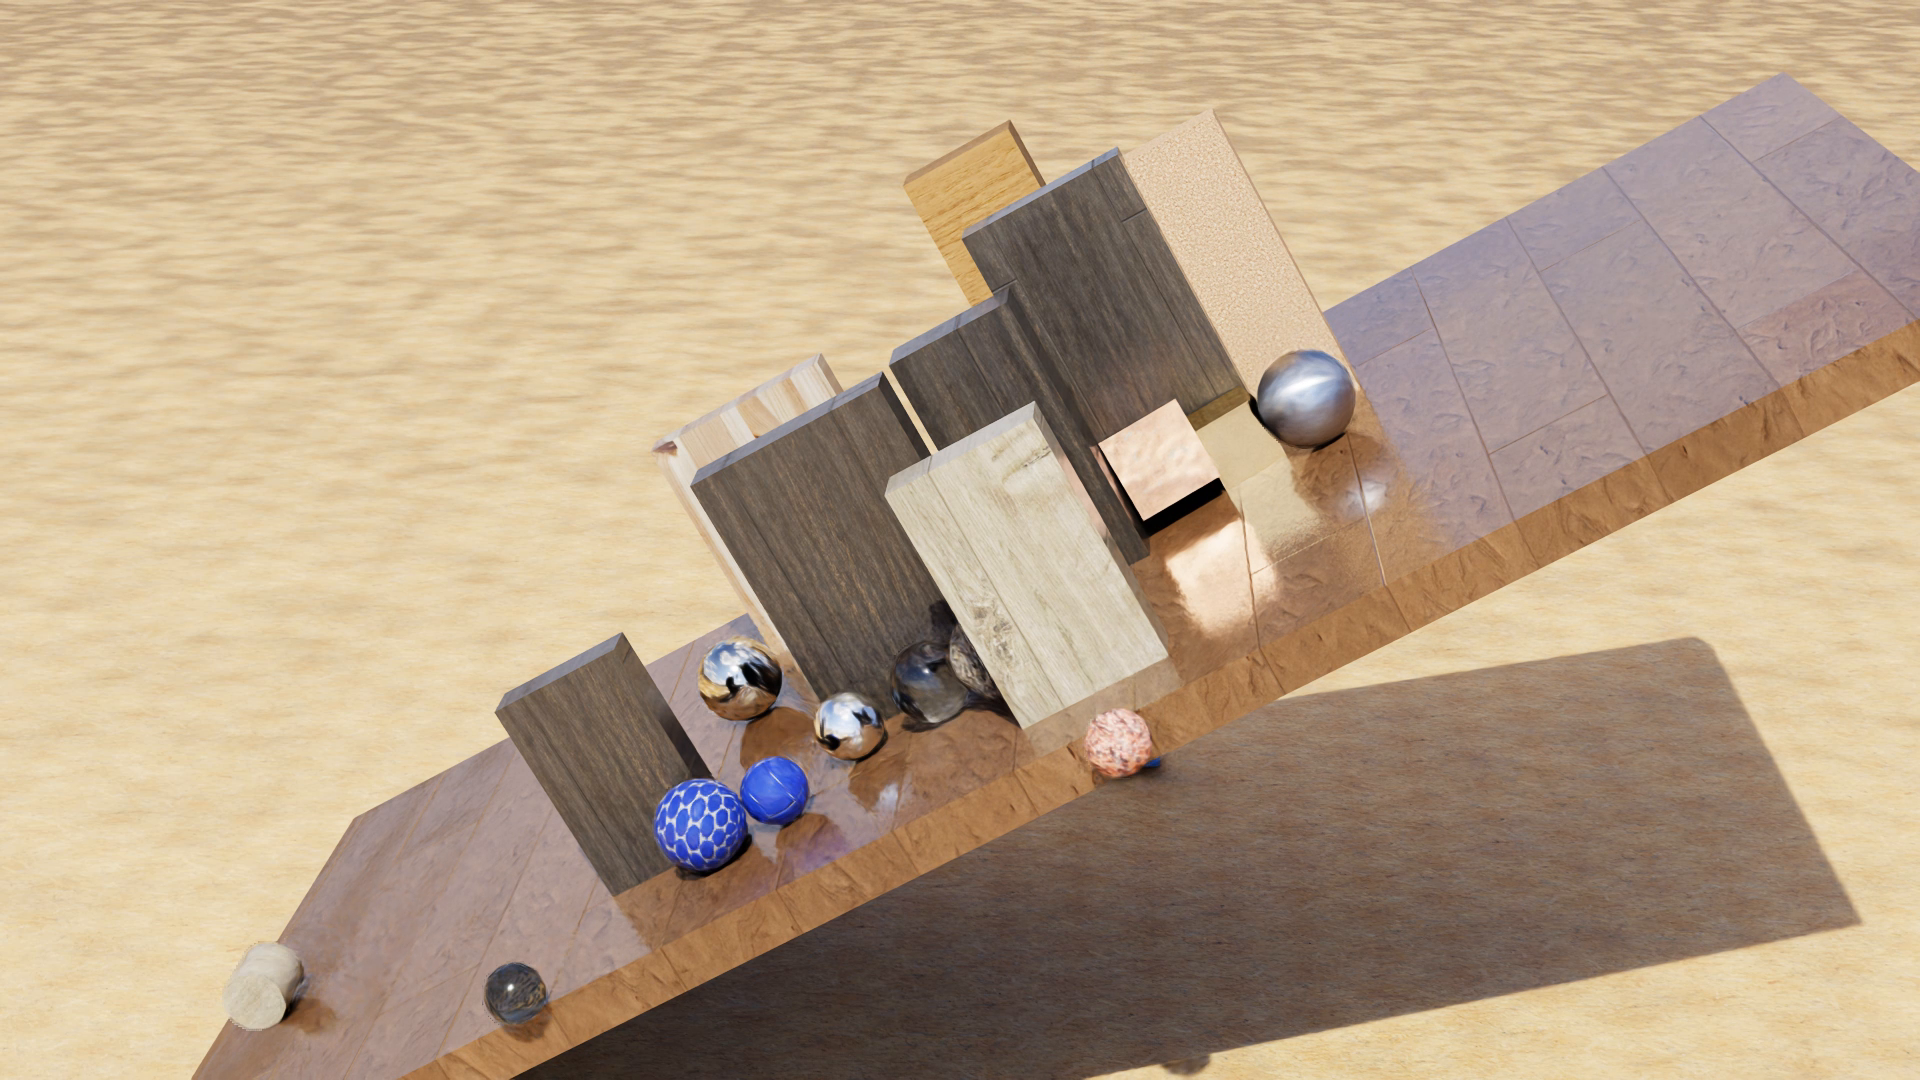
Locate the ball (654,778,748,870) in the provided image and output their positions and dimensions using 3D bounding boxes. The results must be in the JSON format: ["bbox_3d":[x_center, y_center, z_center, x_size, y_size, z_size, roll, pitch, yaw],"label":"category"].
[{"bbox_3d":[-0.502,0.551,5.692,0.179,0.179,0.179,0,18,0],"label":"ball"}]

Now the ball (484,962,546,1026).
[{"bbox_3d":[-0.829,0.845,5.480,0.115,0.115,0.115,0,18,0],"label":"ball"}]

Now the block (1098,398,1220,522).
[{"bbox_3d":[0.415,-0.164,6.195,0.185,0.185,0.185,-30,-2,0],"label":"block"}]

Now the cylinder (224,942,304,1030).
[{"bbox_3d":[-1.503,0.963,6.354,0.135,0.135,0.135,2,23,5],"label":"cylinder"}]

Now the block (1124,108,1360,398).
[{"bbox_3d":[0.540,-0.539,6.317,0.365,0.675,0.097,-27,14,11],"label":"block"}]

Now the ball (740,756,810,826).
[{"bbox_3d":[-0.360,0.488,5.715,0.134,0.134,0.134,0,18,0],"label":"ball"}]

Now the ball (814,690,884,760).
[{"bbox_3d":[-0.220,0.369,5.832,0.139,0.139,0.139,0,18,0],"label":"ball"}]

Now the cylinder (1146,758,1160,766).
[{"bbox_3d":[0.450,0.524,8.160,0.208,0.208,0.208,1,18,2],"label":"cylinder"}]

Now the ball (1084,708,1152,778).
[{"bbox_3d":[0.280,0.358,5.188,0.121,0.121,0.121,0,18,0],"label":"ball"}]

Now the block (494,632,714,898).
[{"bbox_3d":[-0.680,0.448,5.846,0.277,0.450,0.104,-27,14,11],"label":"block"}]

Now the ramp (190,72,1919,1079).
[{"bbox_3d":[0.142,0.167,6.283,4.000,0.100,2.000,-27,14,11],"label":"ramp"}]

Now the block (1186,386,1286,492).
[{"bbox_3d":[0.577,-0.216,6.218,0.146,0.146,0.146,-30,14,0],"label":"block"}]

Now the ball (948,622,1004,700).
[{"bbox_3d":[0.074,0.212,5.671,0.191,0.191,0.191,0,18,0],"label":"ball"}]

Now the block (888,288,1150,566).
[{"bbox_3d":[0.127,-0.181,6.061,0.275,0.607,0.132,-27,14,11],"label":"block"}]

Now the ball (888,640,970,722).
[{"bbox_3d":[-0.059,0.277,5.773,0.162,0.162,0.162,0,18,0],"label":"ball"}]

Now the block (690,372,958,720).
[{"bbox_3d":[-0.195,0.036,5.938,0.433,0.618,0.117,-27,14,11],"label":"block"}]

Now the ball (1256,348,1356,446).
[{"bbox_3d":[0.717,-0.295,6.092,0.204,0.204,0.204,0,18,0],"label":"ball"}]

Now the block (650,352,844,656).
[{"bbox_3d":[-0.376,-0.079,6.803,0.444,0.565,0.093,-27,14,11],"label":"block"}]

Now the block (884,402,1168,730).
[{"bbox_3d":[0.127,0.049,5.452,0.309,0.519,0.116,-27,14,11],"label":"block"}]

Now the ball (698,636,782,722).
[{"bbox_3d":[-0.485,0.306,6.478,0.186,0.186,0.186,0,18,0],"label":"ball"}]

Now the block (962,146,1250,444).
[{"bbox_3d":[0.341,-0.438,6.302,0.374,0.708,0.097,-27,14,11],"label":"block"}]

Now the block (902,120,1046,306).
[{"bbox_3d":[0.184,-0.571,6.916,0.278,0.783,0.127,-27,14,11],"label":"block"}]
